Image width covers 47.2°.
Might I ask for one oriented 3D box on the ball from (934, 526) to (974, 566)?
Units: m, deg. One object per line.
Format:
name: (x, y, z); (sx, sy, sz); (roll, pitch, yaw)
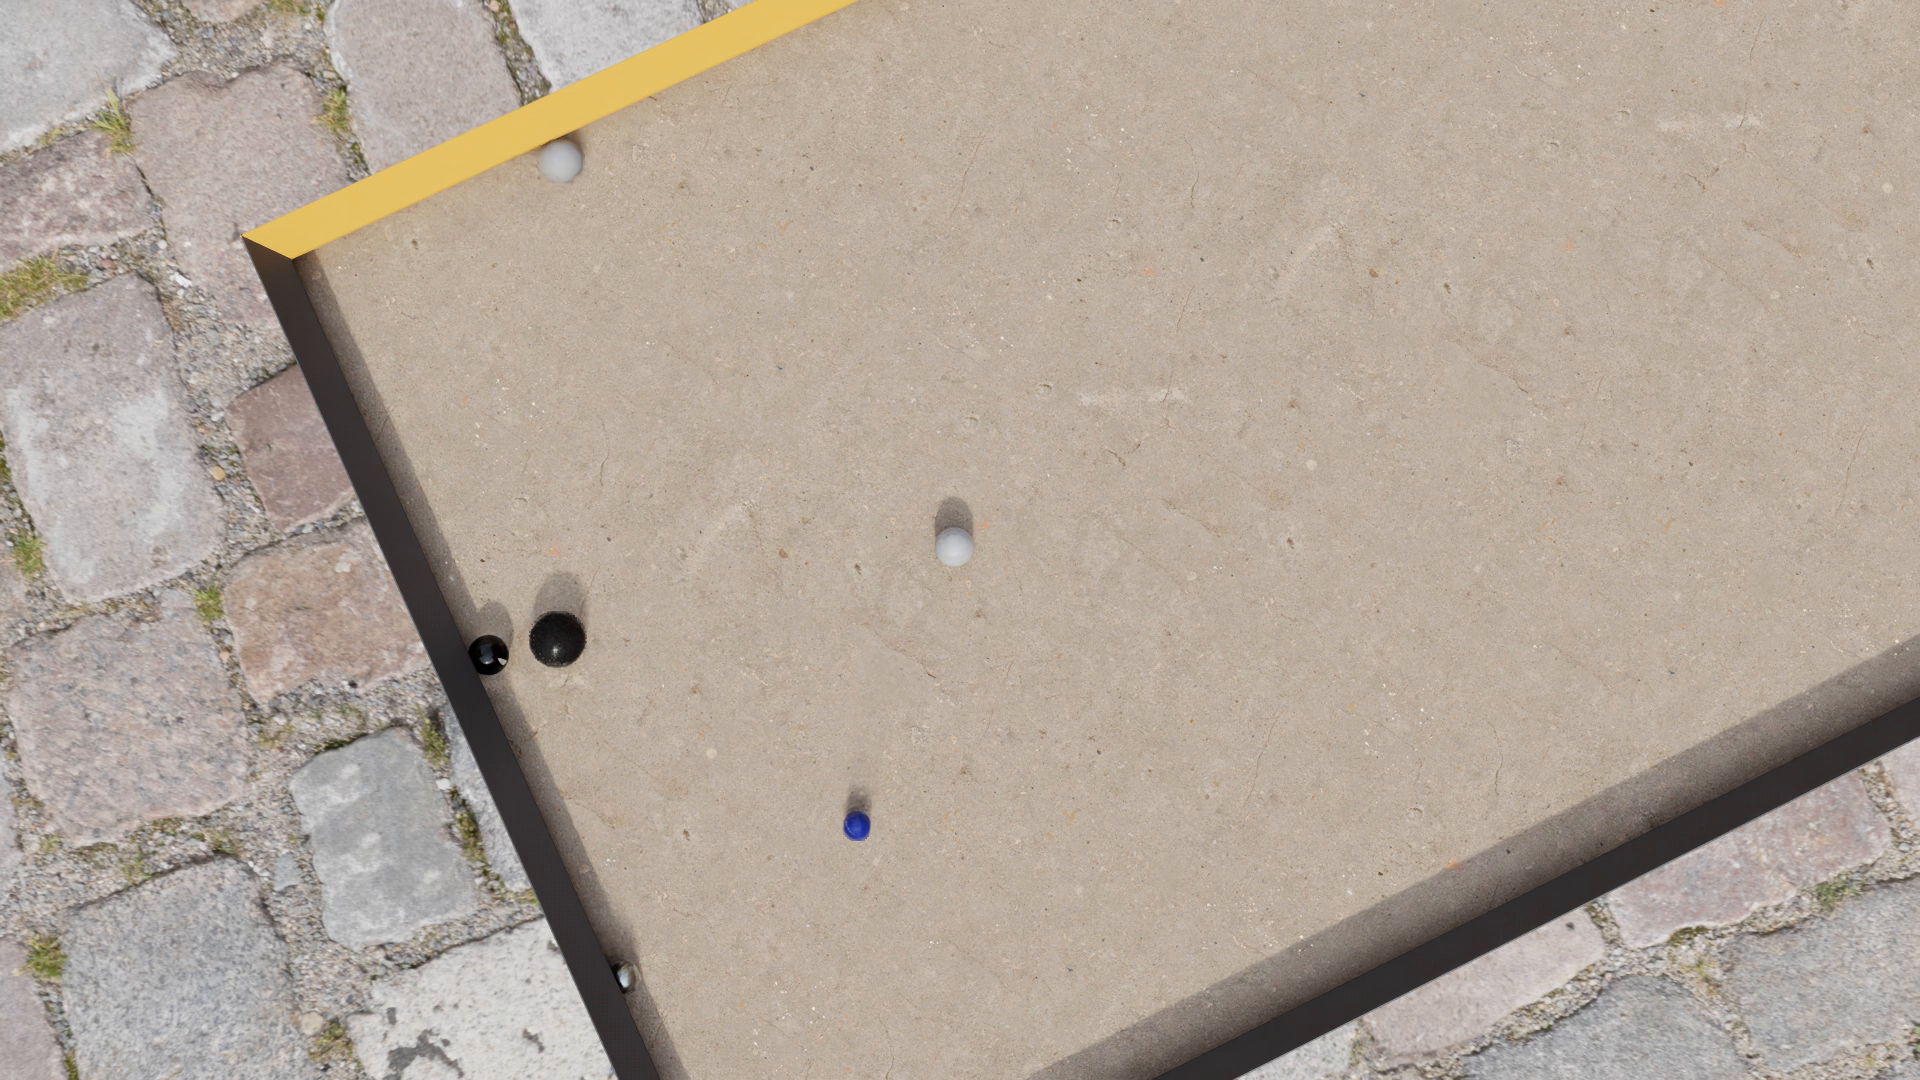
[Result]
ball: (-0.008, 0.010, 3.278); (0.060, 0.060, 0.060); (0, 81, 0)

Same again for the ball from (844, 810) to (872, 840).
ball: (-0.151, 0.418, 3.222); (0.041, 0.041, 0.041); (0, 81, 0)

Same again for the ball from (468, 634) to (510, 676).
ball: (-0.697, 0.170, 3.252); (0.060, 0.060, 0.060); (0, 81, 0)

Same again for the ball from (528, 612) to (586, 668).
ball: (-0.594, 0.148, 3.245); (0.082, 0.082, 0.082); (0, 81, 0)

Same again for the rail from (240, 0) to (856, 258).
rail: (0.326, -1.087, 3.428); (3.084, 0.107, 0.045); (-26, 82, -4)

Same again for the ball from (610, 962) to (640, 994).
ball: (-0.486, 0.634, 3.185); (0.047, 0.047, 0.047); (0, 81, 0)

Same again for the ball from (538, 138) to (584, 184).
ball: (-0.611, -0.580, 3.367); (0.068, 0.068, 0.068); (0, 81, 0)

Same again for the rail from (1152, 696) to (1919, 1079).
rail: (1.062, 0.417, 3.189); (3.084, 0.107, 0.045); (-26, 82, -4)

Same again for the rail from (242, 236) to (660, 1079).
rail: (-0.673, 0.317, 3.205); (0.045, 0.107, 1.739); (-26, 82, -4)
